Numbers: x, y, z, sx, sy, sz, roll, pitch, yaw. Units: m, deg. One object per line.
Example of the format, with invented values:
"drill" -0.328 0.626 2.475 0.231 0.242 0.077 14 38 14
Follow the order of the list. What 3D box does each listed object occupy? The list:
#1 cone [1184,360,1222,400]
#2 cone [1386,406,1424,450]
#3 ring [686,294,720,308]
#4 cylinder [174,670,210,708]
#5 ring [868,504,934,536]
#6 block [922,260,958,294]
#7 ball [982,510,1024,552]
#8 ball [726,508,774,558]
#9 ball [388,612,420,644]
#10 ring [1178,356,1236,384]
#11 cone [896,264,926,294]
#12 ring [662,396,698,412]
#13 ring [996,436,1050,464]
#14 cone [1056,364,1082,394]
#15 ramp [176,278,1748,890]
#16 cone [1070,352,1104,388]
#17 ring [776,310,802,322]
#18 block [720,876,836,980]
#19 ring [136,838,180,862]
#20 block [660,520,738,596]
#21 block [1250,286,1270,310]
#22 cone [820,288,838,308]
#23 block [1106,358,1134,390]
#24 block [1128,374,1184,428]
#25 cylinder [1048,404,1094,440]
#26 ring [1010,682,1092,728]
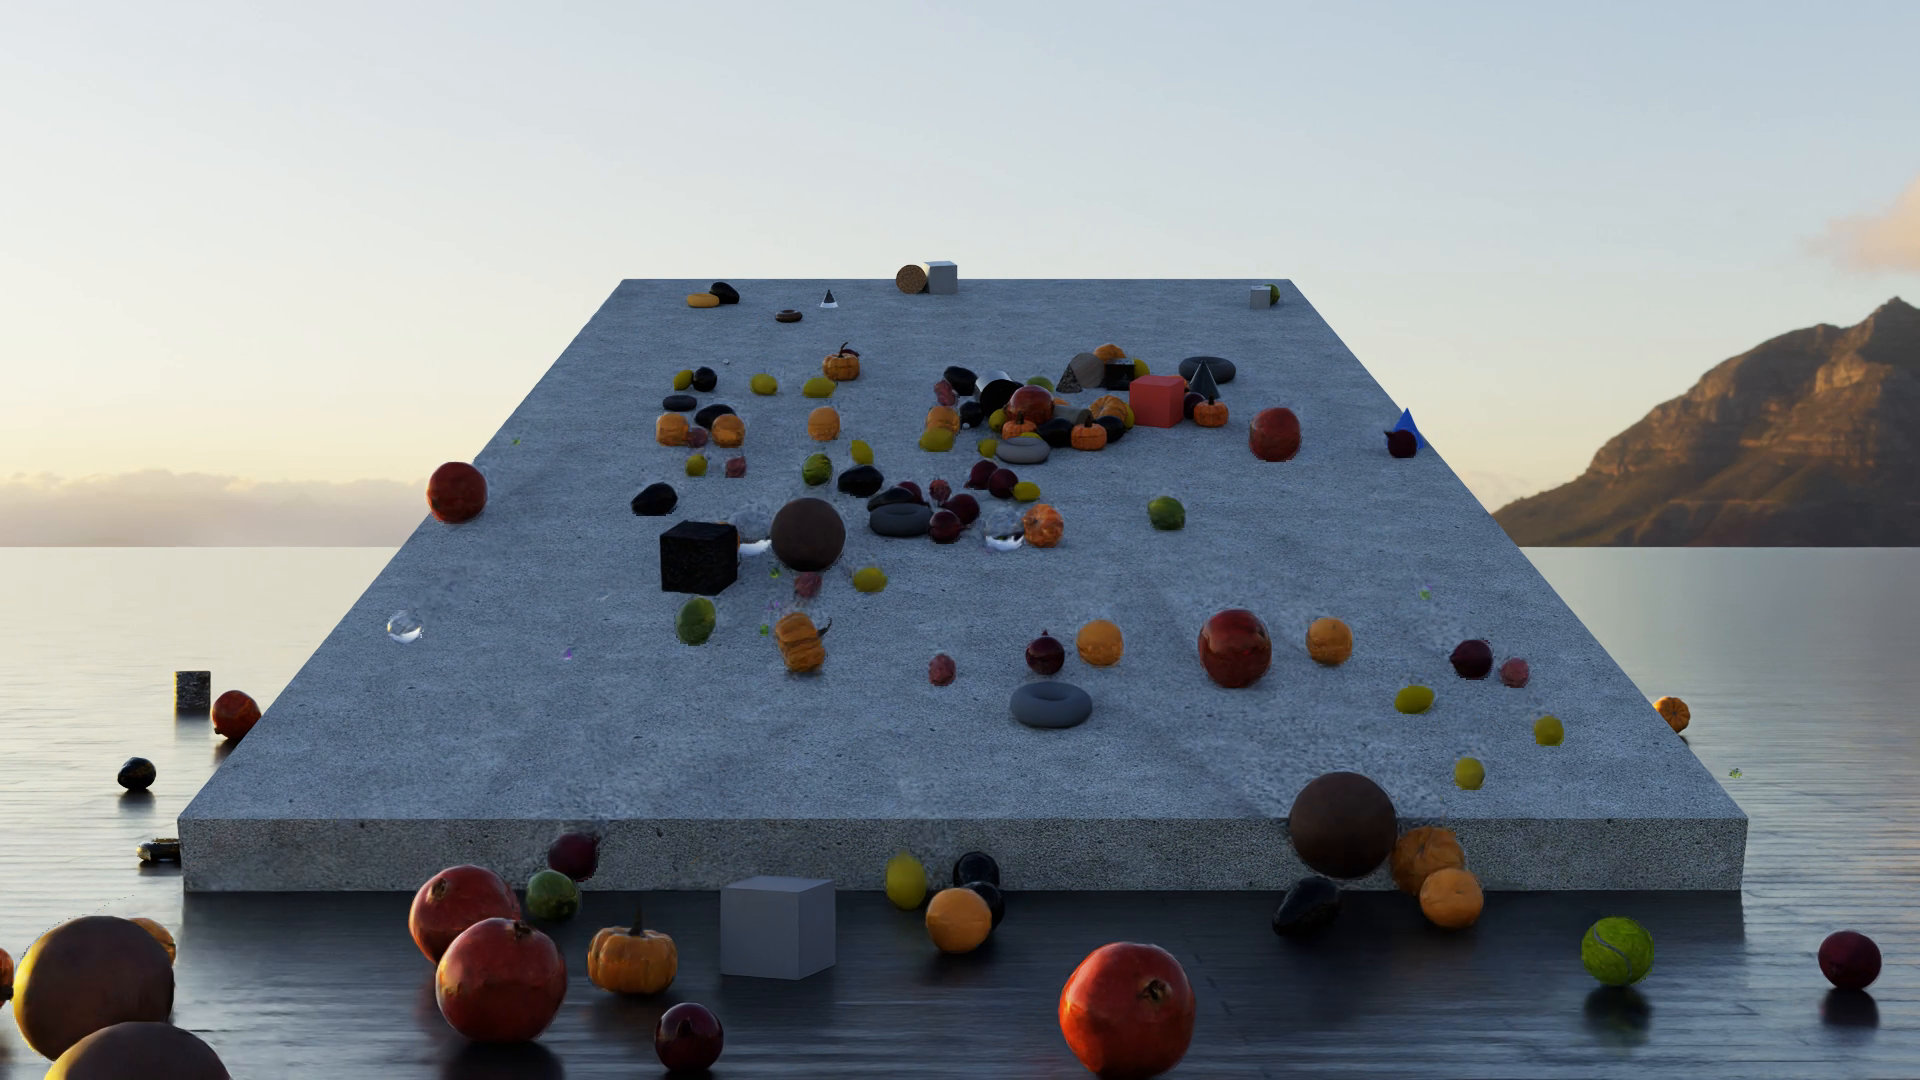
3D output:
"cone" 0.562 -0.377 5.126 0.089 0.089 0.089 0 17 0
"cone" 0.942 -0.241 4.680 0.083 0.083 0.083 0 17 0
"ring" -0.721 -0.672 6.216 0.092 0.031 0.092 4 16 -1
"cylinder" -2.081 0.404 6.005 0.095 0.095 0.095 0 0 0
"ring" -0.106 -0.036 4.063 0.122 0.041 0.122 -1 17 0
"block" -0.058 -0.761 6.428 0.083 0.083 0.083 -5 17 -15
"ball" 0.078 -0.016 3.934 0.075 0.075 0.075 0 0 0
"ball" -0.372 -0.013 3.901 0.086 0.086 0.086 0 0 0
"ball" -0.867 0.138 3.455 0.050 0.050 0.050 0 0 0
"ring" 0.592 -0.407 5.304 0.137 0.046 0.137 1 17 0
"cone" -0.137 -0.747 6.454 0.089 0.089 0.089 0 -10 6
"ring" -0.633 -0.309 5.004 0.078 0.026 0.078 0 15 0
"ring" 0.130 -0.185 4.569 0.112 0.037 0.112 -1 18 0
"cone" 0.255 -0.382 5.182 0.065 0.065 0.065 0 17 0
"ramp" -0.002 -0.167 4.749 2.000 0.100 4.000 0 17 0
"cone" 0.294 -0.392 5.262 0.087 0.087 0.087 0 -10 -6
"ring" -0.464 -0.608 6.010 0.075 0.025 0.075 -3 19 1
"block" -0.190 0.405 2.323 0.090 0.090 0.090 0 0 21
"ring" -1.121 0.438 3.128 0.079 0.026 0.079 1 0 0
"block" -0.440 0.030 3.737 0.097 0.097 0.097 5 17 17
"block" 0.841 -0.679 6.202 0.055 0.055 0.055 3 17 9
"cone" -0.367 -0.680 6.210 0.050 0.050 0.050 0 17 0
"block" 0.377 -0.389 5.210 0.063 0.063 0.063 1 17 3
"block" 0.433 -0.305 4.876 0.094 0.094 0.094 8 18 24
"cylinder" 0.238 -0.251 4.736 0.069 0.069 0.069 12 7 35
"ring" 0.129 0.235 3.154 0.118 0.039 0.118 1 16 0
